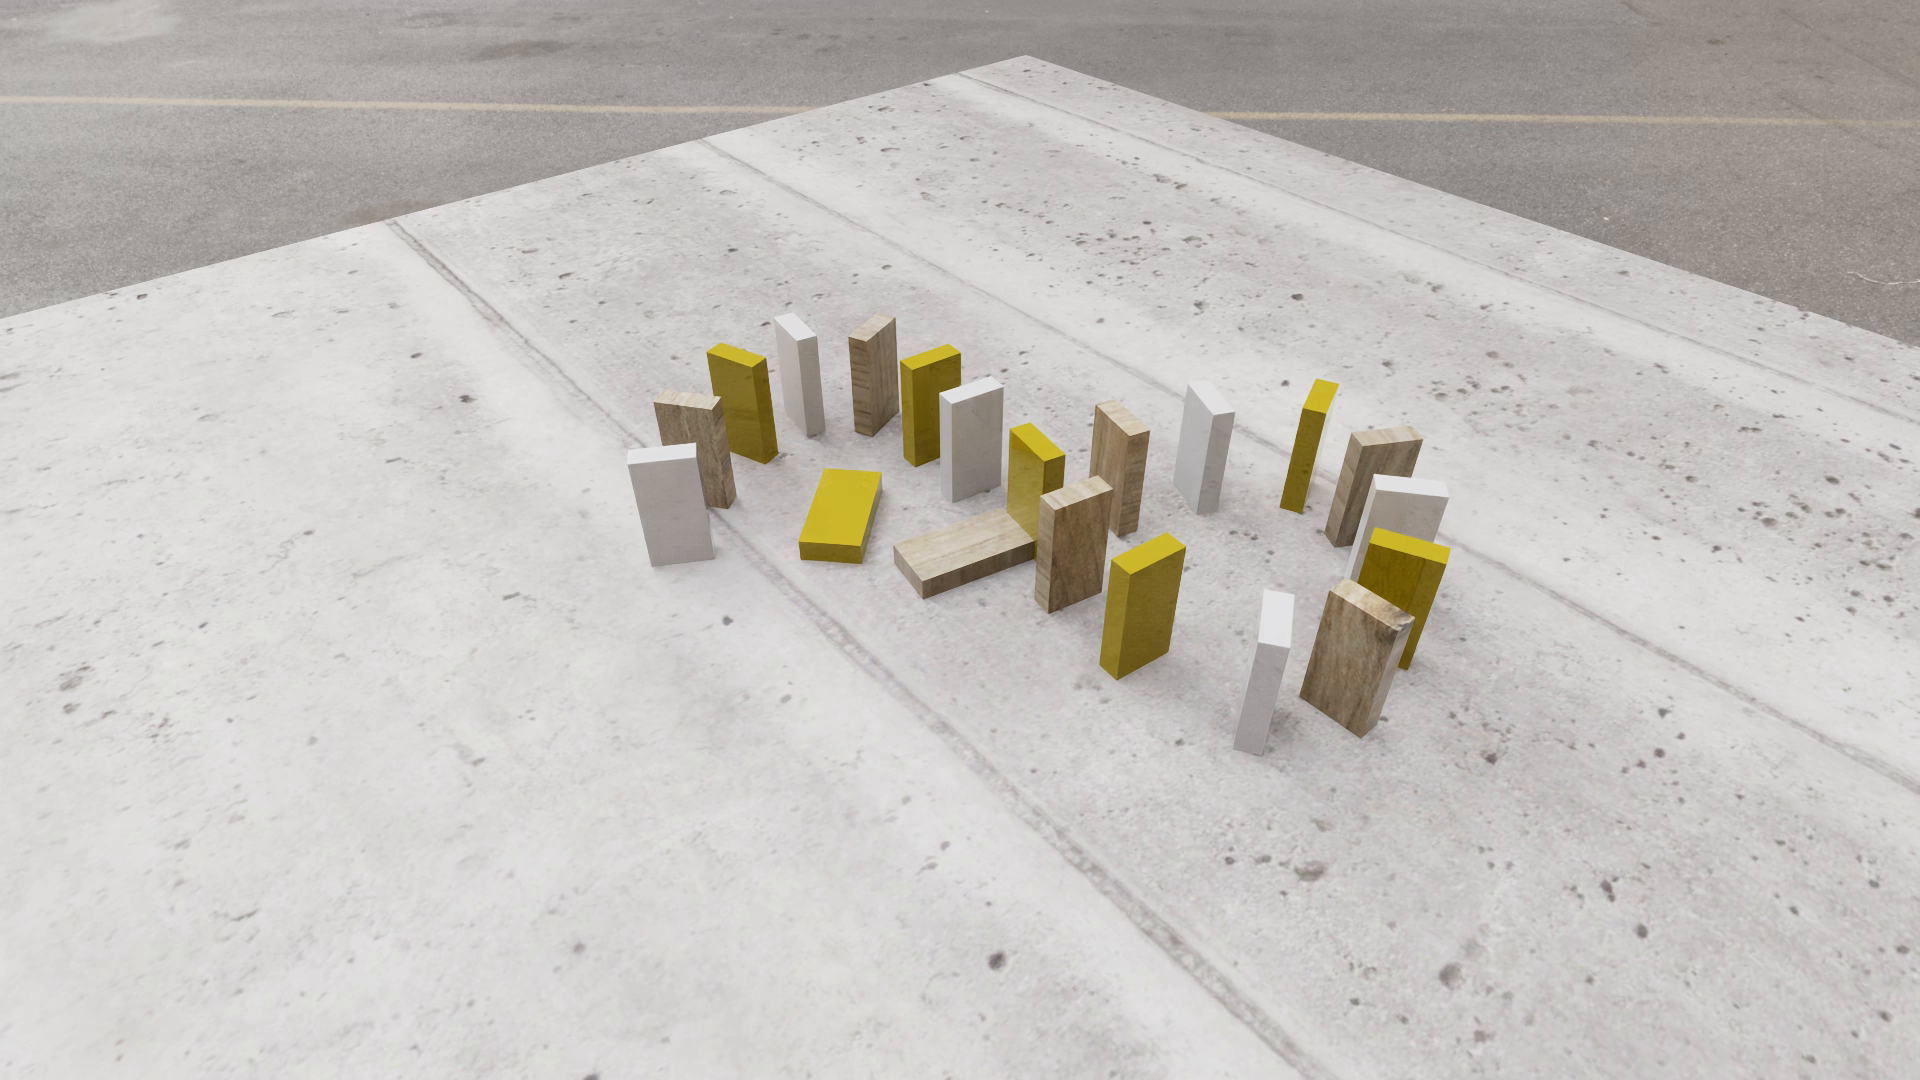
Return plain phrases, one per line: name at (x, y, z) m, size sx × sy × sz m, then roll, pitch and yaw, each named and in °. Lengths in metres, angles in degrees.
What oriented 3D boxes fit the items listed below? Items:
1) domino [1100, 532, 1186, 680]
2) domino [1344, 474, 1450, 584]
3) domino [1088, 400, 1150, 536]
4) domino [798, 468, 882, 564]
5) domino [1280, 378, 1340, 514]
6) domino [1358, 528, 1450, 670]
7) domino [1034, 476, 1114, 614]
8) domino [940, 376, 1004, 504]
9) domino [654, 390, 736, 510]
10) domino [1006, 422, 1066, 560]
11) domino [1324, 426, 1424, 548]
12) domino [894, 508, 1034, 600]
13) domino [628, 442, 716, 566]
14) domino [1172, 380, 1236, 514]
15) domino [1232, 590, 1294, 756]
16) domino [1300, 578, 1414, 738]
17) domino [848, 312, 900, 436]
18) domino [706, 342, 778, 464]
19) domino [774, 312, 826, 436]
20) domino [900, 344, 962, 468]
domino at (0.063, 0.024, 0.383) m, size 0.025 × 0.050 × 0.010 m, roll -24°, pitch 45°, yaw -26°
domino at (0.163, 0.000, 0.412) m, size 0.025 × 0.050 × 0.010 m, roll 7°, pitch 40°, yaw 8°
domino at (0.064, -0.029, 0.447) m, size 0.010 × 0.050 × 0.025 m, roll -17°, pitch 42°, yaw -20°
domino at (-0.049, -0.011, 0.456) m, size 0.025 × 0.010 × 0.050 m, roll 4°, pitch 39°, yaw 5°
domino at (0.146, -0.039, 0.459) m, size 0.009 × 0.050 × 0.025 m, roll 17°, pitch 42°, yaw 20°
domino at (0.151, 0.021, 0.386) m, size 0.025 × 0.050 × 0.010 m, roll 18°, pitch 43°, yaw 20°
domino at (0.042, 0.002, 0.409) m, size 0.025 × 0.050 × 0.010 m, roll -20°, pitch 43°, yaw -23°
domino at (0.005, -0.042, 0.462) m, size 0.025 × 0.050 × 0.010 m, roll -21°, pitch 44°, yaw -24°
domino at (-0.109, -0.037, 0.457) m, size 0.025 × 0.050 × 0.009 m, roll 8°, pitch 40°, yaw 10°
domino at (0.029, -0.018, 0.434) m, size 0.010 × 0.050 × 0.025 m, roll -19°, pitch 43°, yaw -22°
domino at (0.164, -0.021, 0.437) m, size 0.025 × 0.050 × 0.009 m, roll -7°, pitch 40°, yaw -8°
domino at (0.002, 0.005, 0.438) m, size 0.050 × 0.010 × 0.025 m, roll -19°, pitch 43°, yaw -22°
domino at (-0.112, -0.013, 0.427) m, size 0.025 × 0.050 × 0.010 m, roll -7°, pitch 40°, yaw -8°
domino at (0.101, -0.038, 0.458) m, size 0.010 × 0.050 × 0.025 m, roll -9°, pitch 40°, yaw -11°
domino at (0.099, 0.044, 0.358) m, size 0.009 × 0.050 × 0.025 m, roll 10°, pitch 40°, yaw 12°
domino at (0.130, 0.039, 0.363) m, size 0.010 × 0.050 × 0.025 m, roll -28°, pitch 47°, yaw -30°
domino at (-0.039, -0.075, 0.503) m, size 0.009 × 0.050 × 0.025 m, roll 18°, pitch 43°, yaw 21°
domino at (-0.095, -0.060, 0.484) m, size 0.025 × 0.050 × 0.009 m, roll 21°, pitch 44°, yaw 23°
domino at (-0.073, -0.076, 0.504) m, size 0.009 × 0.050 × 0.025 m, roll -21°, pitch 44°, yaw -24°
domino at (-0.012, -0.059, 0.483) m, size 0.025 × 0.050 × 0.010 m, roll -24°, pitch 45°, yaw -26°
